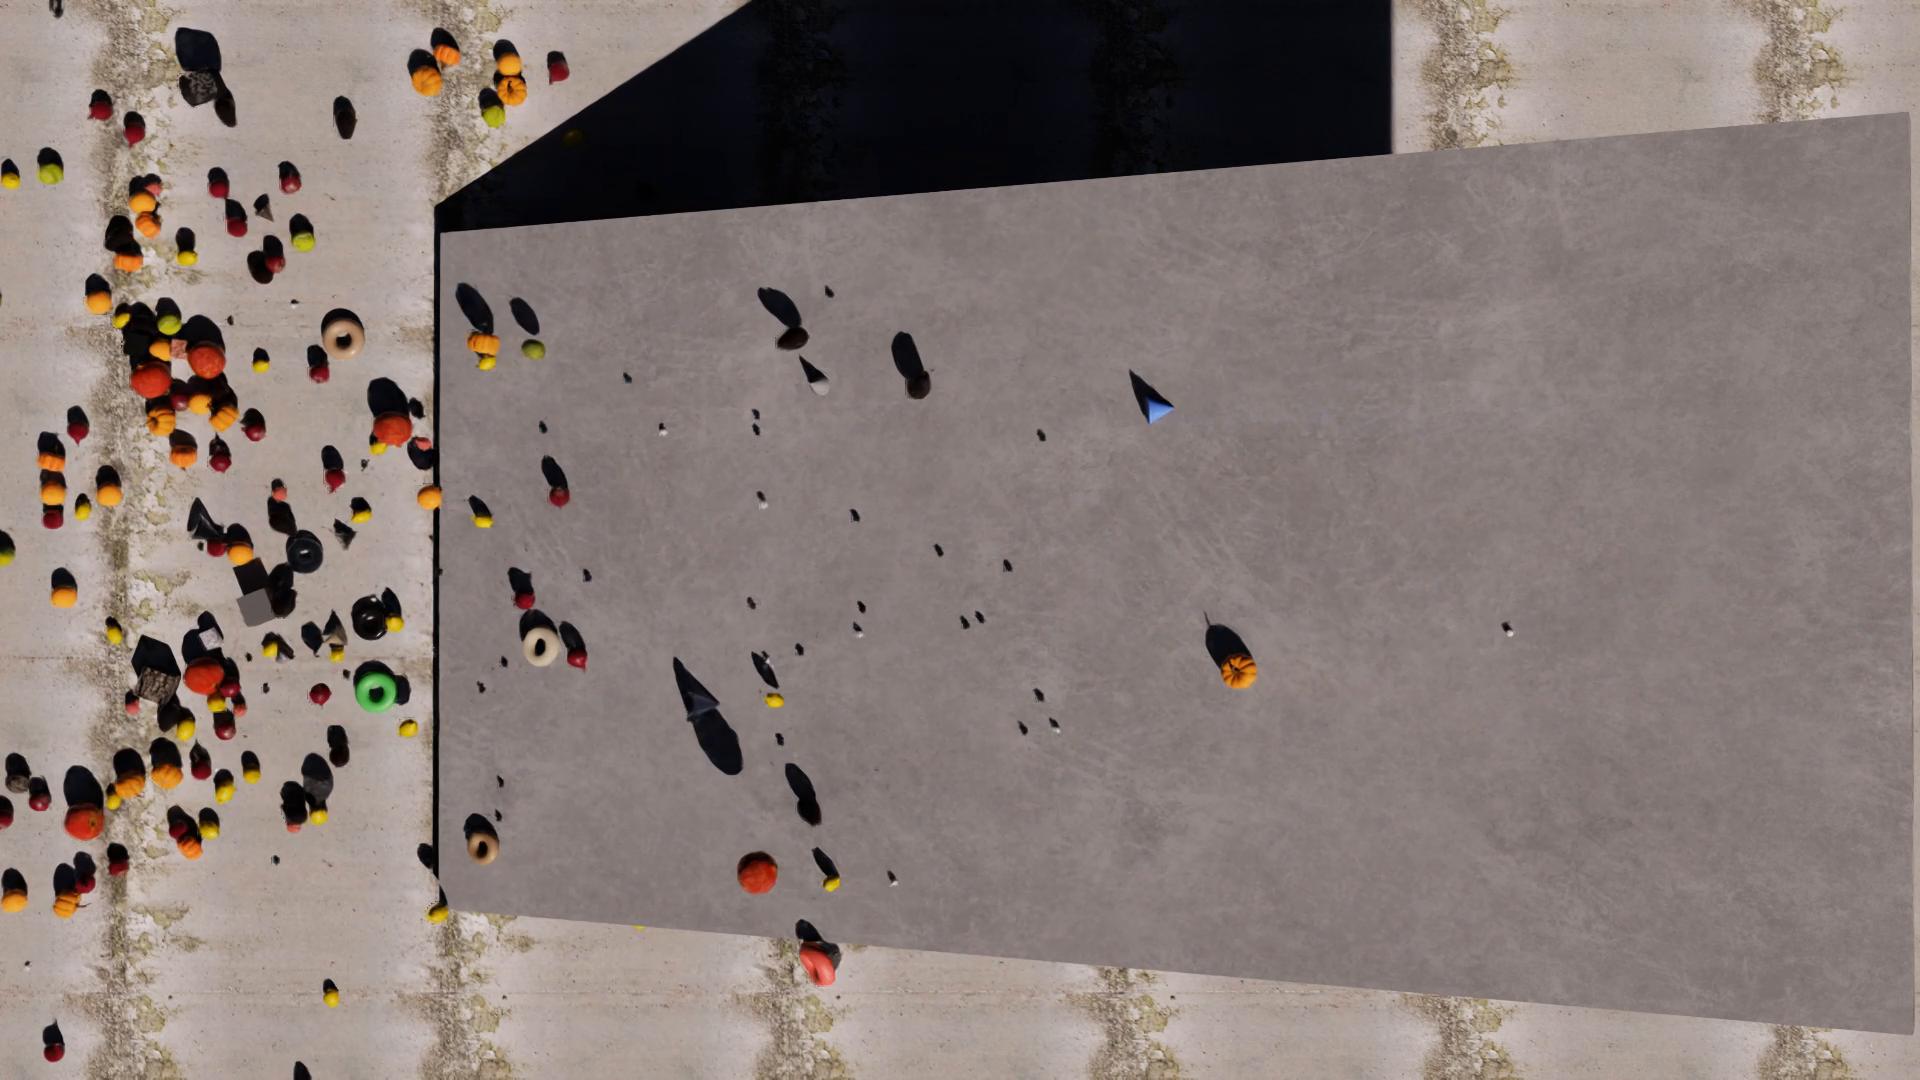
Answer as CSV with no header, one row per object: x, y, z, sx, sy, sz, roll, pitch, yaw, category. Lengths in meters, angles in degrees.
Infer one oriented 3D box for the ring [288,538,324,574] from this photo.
-1.959,0.048,6.580,0.109,0.036,0.109,0,89,-1,ring

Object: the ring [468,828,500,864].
-1.389,0.893,6.405,0.107,0.036,0.107,0,91,26,ring

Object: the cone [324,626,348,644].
-1.874,0.296,6.566,0.065,0.065,0.065,-24,89,6,cone

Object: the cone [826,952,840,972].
-0.402,1.252,6.569,0.067,0.067,0.067,18,89,27,cone

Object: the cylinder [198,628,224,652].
-2.235,0.297,6.568,0.054,0.054,0.054,-31,101,0,cylinder

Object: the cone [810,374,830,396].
-0.391,-0.420,5.922,0.059,0.059,0.059,0,89,26,cone

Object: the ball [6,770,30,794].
-2.808,0.722,6.555,0.070,0.070,0.070,0,89,0,ball

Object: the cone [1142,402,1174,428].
0.505,-0.327,5.501,0.071,0.071,0.071,-23,89,25,cone

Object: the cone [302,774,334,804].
-1.939,0.724,6.569,0.095,0.095,0.095,39,89,27,cone

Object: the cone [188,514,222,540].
-2.247,-0.022,6.578,0.089,0.089,0.089,26,89,-26,cone

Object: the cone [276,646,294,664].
-2.028,0.354,6.576,0.053,0.053,0.053,44,105,0,cone

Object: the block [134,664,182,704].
-2.389,0.431,6.549,0.089,0.089,0.089,21,89,0,block

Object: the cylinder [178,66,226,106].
-2.235,-1.338,6.486,0.093,0.093,0.093,-33,89,-36,cylinder

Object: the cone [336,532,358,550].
-1.829,-0.009,6.585,0.058,0.058,0.058,-33,89,-27,cone

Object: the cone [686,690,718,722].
-0.707,0.456,6.076,0.089,0.089,0.089,-3,89,-1,cone

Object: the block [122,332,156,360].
-2.451,-0.580,6.571,0.066,0.066,0.066,10,89,0,block

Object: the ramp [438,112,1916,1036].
0.281,0.081,5.679,4.000,0.100,2.000,0,89,26,ramp

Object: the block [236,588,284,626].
-2.085,0.200,6.551,0.089,0.089,0.089,-22,89,0,block

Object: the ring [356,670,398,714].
-1.743,0.454,6.572,0.128,0.043,0.128,0,89,-1,ring

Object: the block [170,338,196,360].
-2.324,-0.569,6.578,0.054,0.054,0.054,8,89,0,block

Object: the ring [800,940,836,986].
-0.384,1.142,5.934,0.045,0.135,0.135,-30,89,-23,ring

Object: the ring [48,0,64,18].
-2.702,-1.605,6.578,0.029,0.088,0.088,-9,89,-35,ring

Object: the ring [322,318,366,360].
-1.845,-0.603,6.584,0.128,0.043,0.128,0,91,0,ring

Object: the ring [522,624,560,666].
-1.204,0.302,6.319,0.122,0.041,0.122,-1,88,27,ring

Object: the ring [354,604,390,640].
-1.761,0.247,6.578,0.109,0.036,0.109,0,88,0,ring
